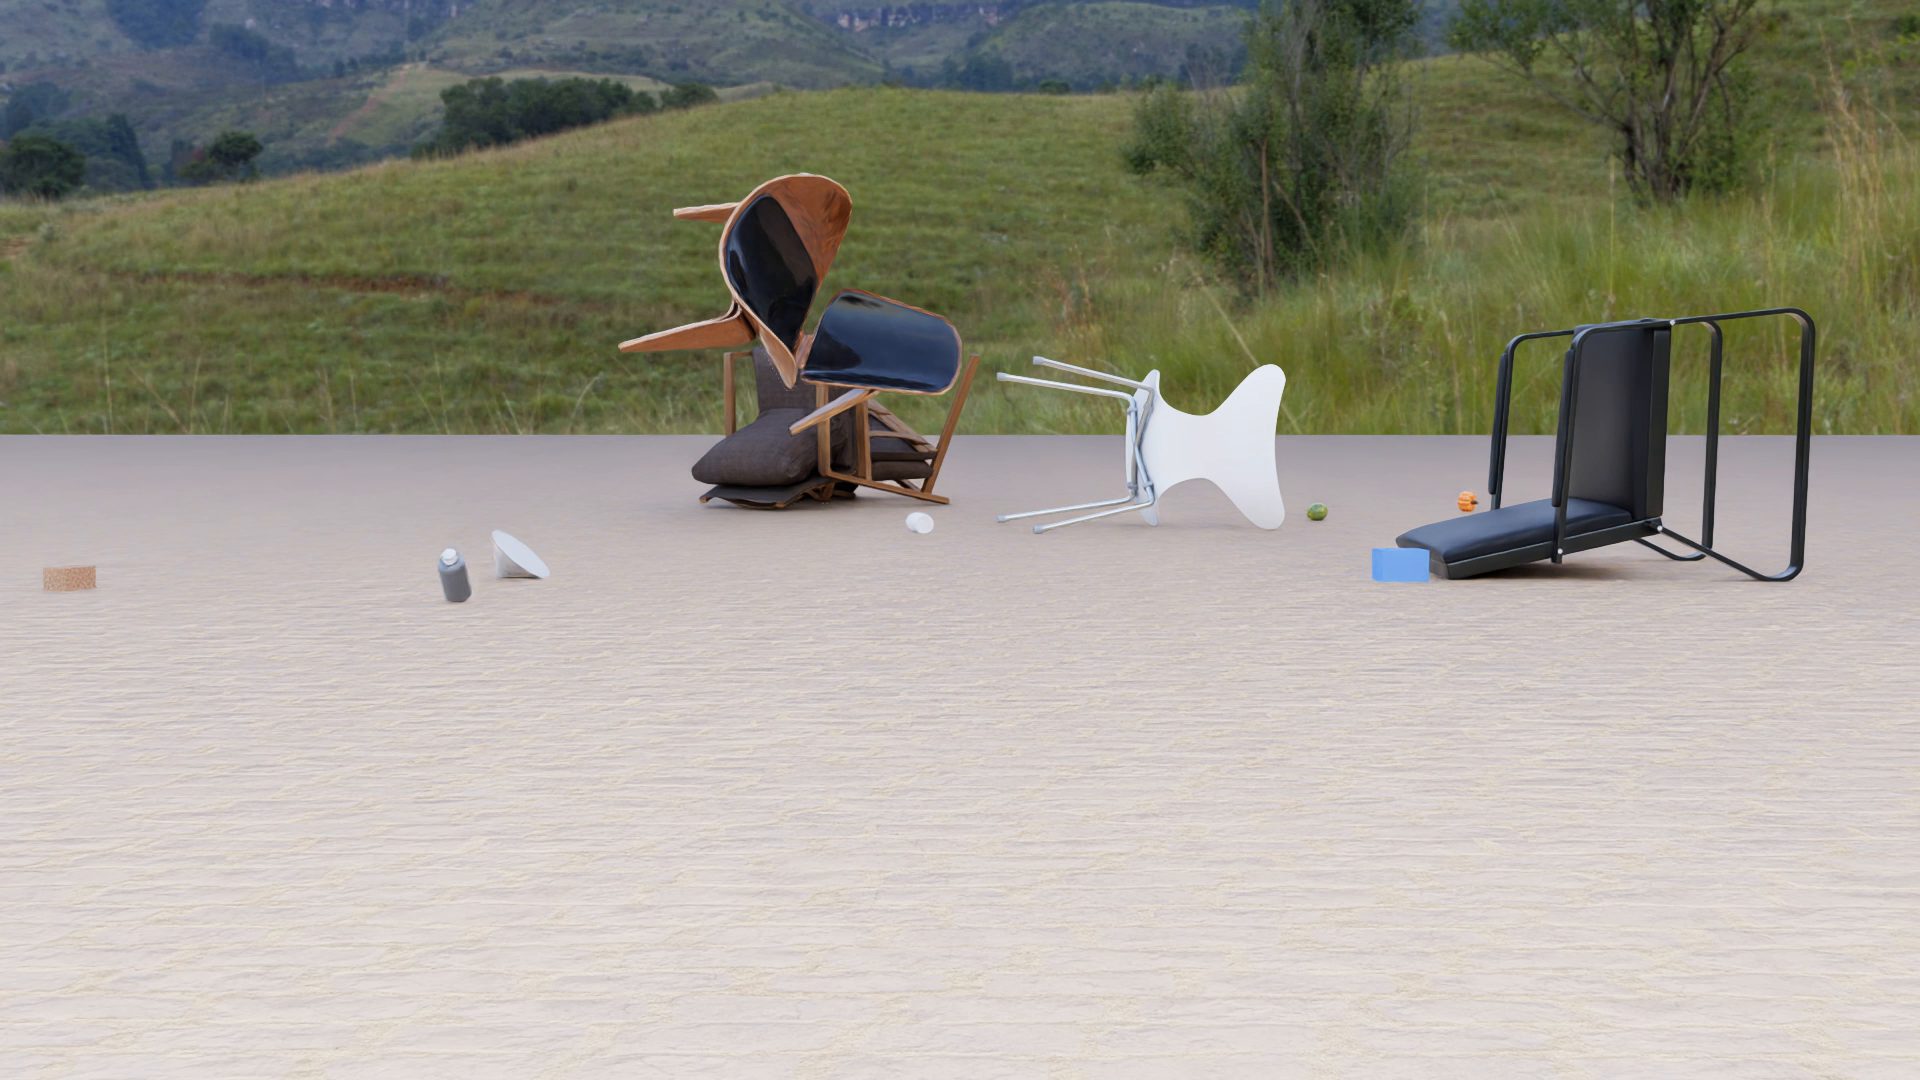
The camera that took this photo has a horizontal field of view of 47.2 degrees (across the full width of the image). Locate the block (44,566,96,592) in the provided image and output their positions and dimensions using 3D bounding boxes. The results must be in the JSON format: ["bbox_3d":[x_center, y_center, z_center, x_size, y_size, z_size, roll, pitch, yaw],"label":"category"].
[{"bbox_3d":[-1.996,0.086,4.930,0.061,0.050,0.094,2,4,21],"label":"block"}]

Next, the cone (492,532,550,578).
[{"bbox_3d":[-1.069,0.063,5.215,0.177,0.087,0.104,39,18,-29],"label":"cone"}]

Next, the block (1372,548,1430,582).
[{"bbox_3d":[1.033,0.059,5.158,0.111,0.073,0.083,-1,4,-8],"label":"block"}]
